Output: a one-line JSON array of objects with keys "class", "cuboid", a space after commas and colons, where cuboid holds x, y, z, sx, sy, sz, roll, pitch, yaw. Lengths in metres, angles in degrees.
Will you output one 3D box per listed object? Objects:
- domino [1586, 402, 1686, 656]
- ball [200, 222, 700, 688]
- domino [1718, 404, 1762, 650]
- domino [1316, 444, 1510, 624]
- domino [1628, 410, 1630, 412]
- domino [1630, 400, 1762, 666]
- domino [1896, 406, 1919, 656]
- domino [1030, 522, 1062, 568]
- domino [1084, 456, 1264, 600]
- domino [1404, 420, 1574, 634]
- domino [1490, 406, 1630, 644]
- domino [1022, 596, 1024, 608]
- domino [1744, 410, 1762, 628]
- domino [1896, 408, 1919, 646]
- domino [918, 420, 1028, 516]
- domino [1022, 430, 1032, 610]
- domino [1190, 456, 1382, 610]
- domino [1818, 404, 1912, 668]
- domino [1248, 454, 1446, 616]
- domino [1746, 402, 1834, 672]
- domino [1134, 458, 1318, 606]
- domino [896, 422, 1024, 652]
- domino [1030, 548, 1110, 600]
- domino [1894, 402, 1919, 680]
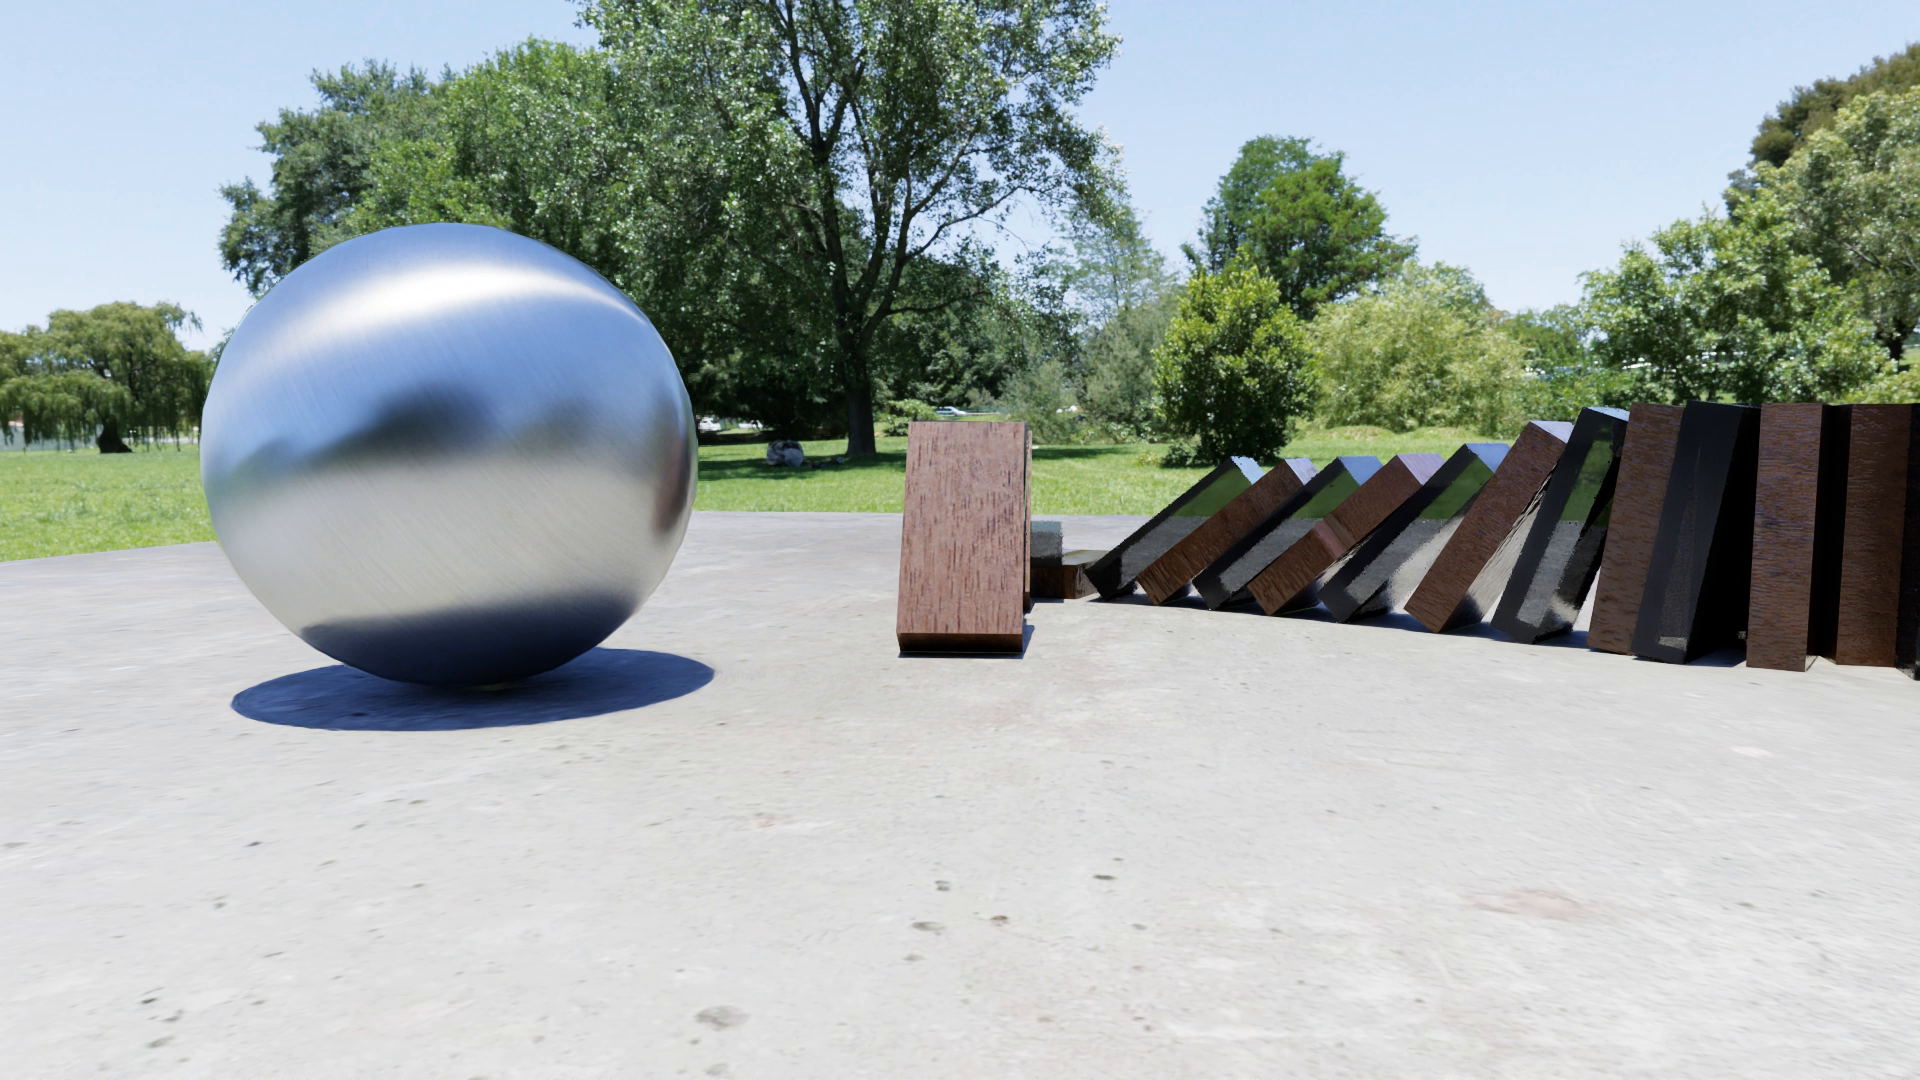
[{"class": "domino", "cuboid": [0.143, -0.003, 0.265, 0.010, 0.050, 0.025, 14, 13, 41]}, {"class": "ball", "cuboid": [-0.086, -0.014, 0.224, 0.080, 0.080, 0.080, 0, 4, 0]}, {"class": "domino", "cuboid": [0.169, -0.003, 0.270, 0.025, 0.050, 0.010, -1, 5, -31]}, {"class": "domino", "cuboid": [0.109, -0.001, 0.301, 0.025, 0.050, 0.010, -5, 50, -47]}, {"class": "domino", "cuboid": [0.164, -0.004, 0.292, 0.025, 0.050, 0.009, 2, 5, 26]}, {"class": "domino", "cuboid": [0.147, -0.002, 0.254, 0.009, 0.050, 0.025, 17, 14, 41]}, {"class": "domino", "cuboid": [0.198, -0.002, 0.257, 0.010, 0.050, 0.025, -3, 5, -38]}, {"class": "domino", "cuboid": [0.016, 0.001, 0.367, 0.025, 0.010, 0.050, 0, 4, 4]}, {"class": "domino", "cuboid": [0.059, -0.003, 0.346, 0.050, 0.010, 0.025, -40, -14, 21]}, {"class": "domino", "cuboid": [0.122, -0.003, 0.288, 0.025, 0.050, 0.010, -5, 38, -47]}, {"class": "domino", "cuboid": [0.133, -0.003, 0.276, 0.009, 0.050, 0.025, 30, 23, 38]}, {"class": "domino", "cuboid": [0.004, -0.005, 0.327, 0.025, 0.050, 0.009, 0, -32, 4]}, {"class": "domino", "cuboid": [0.183, -0.005, 0.305, 0.010, 0.050, 0.025, -2, 5, -21]}, {"class": "domino", "cuboid": [0.203, -0.003, 0.274, 0.025, 0.050, 0.009, 1, 4, 10]}, {"class": "domino", "cuboid": [0.001, -0.002, 0.281, 0.025, 0.050, 0.010, 2, -28, 4]}, {"class": "domino", "cuboid": [0.006, -0.006, 0.339, 0.025, 0.050, 0.010, 0, -32, 4]}, {"class": "domino", "cuboid": [0.084, -0.002, 0.325, 0.025, 0.010, 0.050, -5, -33, -52]}, {"class": "domino", "cuboid": [0.178, -0.002, 0.255, 0.009, 0.050, 0.025, 2, 5, 20]}, {"class": "domino", "cuboid": [0.096, -0.001, 0.314, 0.025, 0.010, 0.050, -5, -35, -48]}, {"class": "domino", "cuboid": [0.162, -0.001, 0.250, 0.009, 0.050, 0.025, 4, 6, 38]}, {"class": "domino", "cuboid": [0.072, -0.002, 0.338, 0.050, 0.009, 0.025, -41, -15, 25]}, {"class": "domino", "cuboid": [0.001, -0.001, 0.270, 0.025, 0.050, 0.009, 0, -28, 3]}, {"class": "domino", "cuboid": [0.031, 0.009, 0.378, 0.025, 0.010, 0.050, 2, 5, 25]}, {"class": "domino", "cuboid": [0.181, 0.000, 0.238, 0.010, 0.050, 0.025, 3, 5, 25]}]
